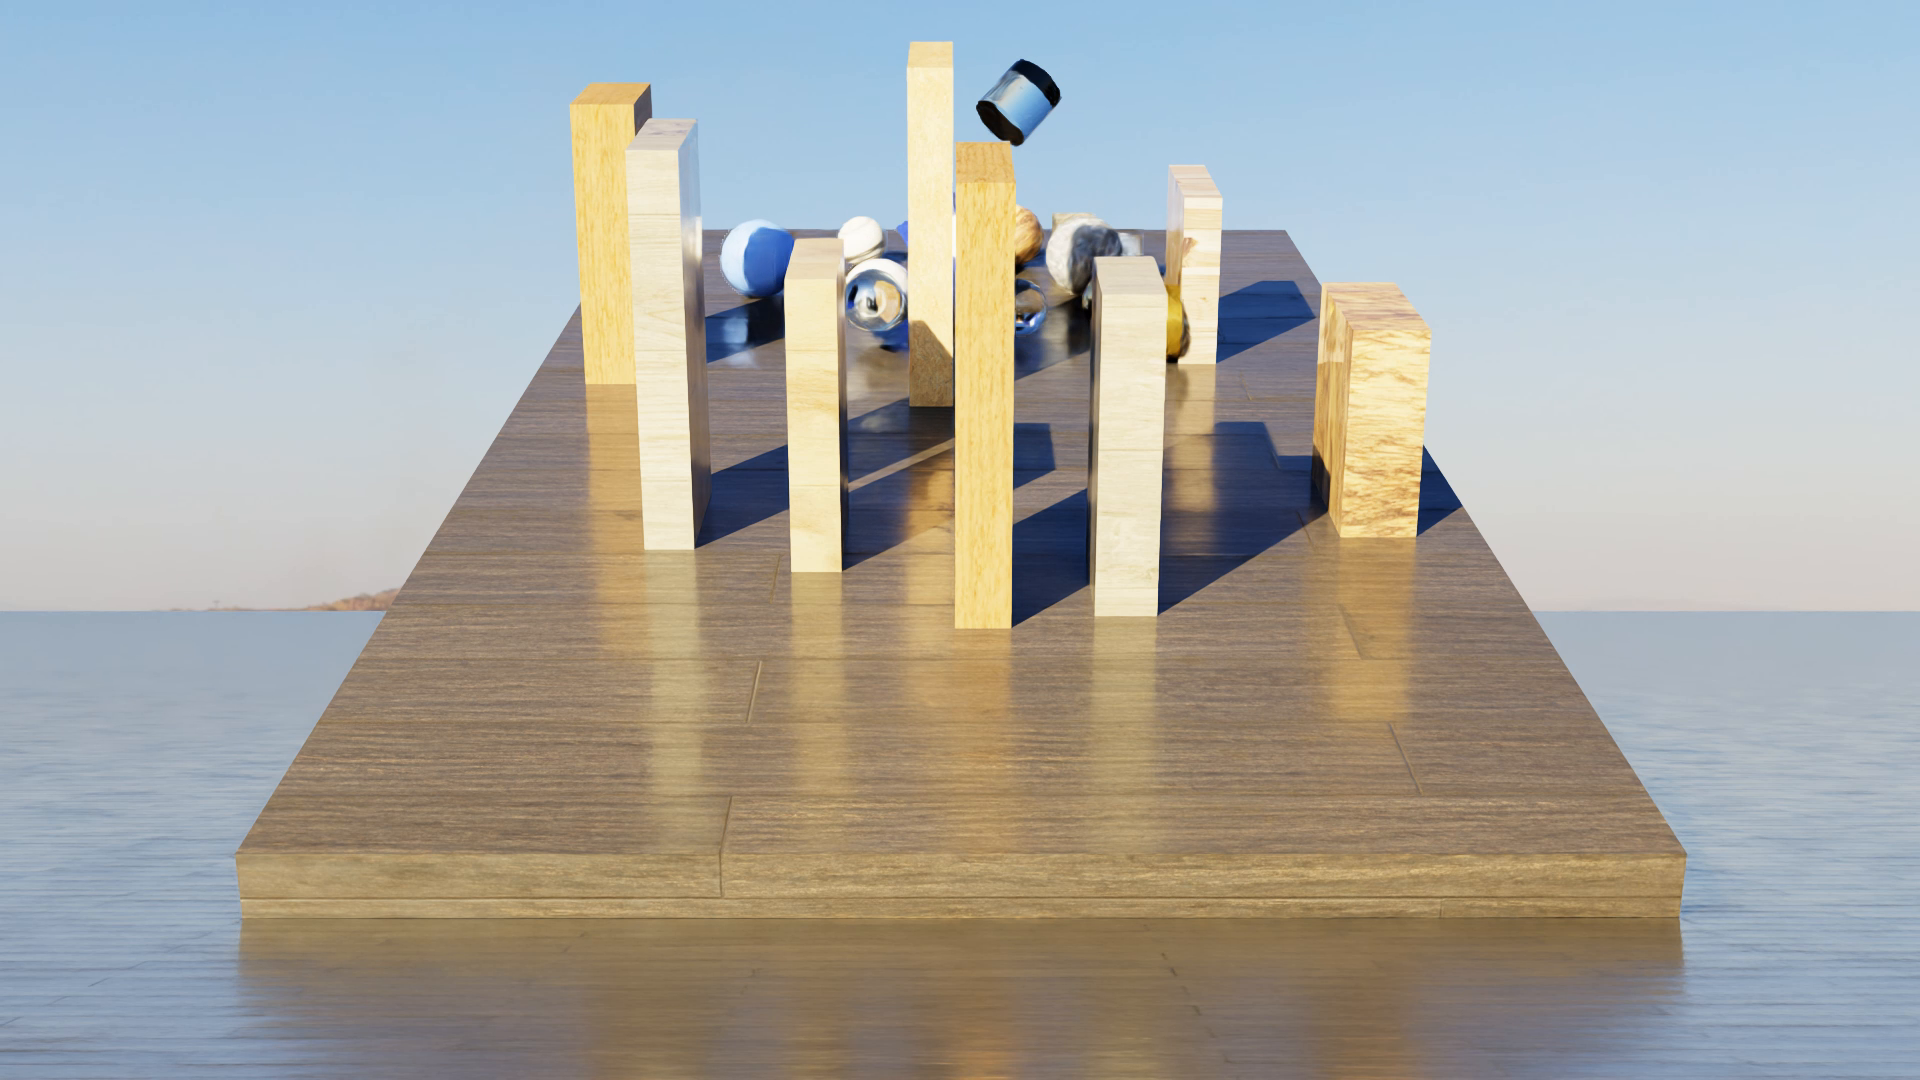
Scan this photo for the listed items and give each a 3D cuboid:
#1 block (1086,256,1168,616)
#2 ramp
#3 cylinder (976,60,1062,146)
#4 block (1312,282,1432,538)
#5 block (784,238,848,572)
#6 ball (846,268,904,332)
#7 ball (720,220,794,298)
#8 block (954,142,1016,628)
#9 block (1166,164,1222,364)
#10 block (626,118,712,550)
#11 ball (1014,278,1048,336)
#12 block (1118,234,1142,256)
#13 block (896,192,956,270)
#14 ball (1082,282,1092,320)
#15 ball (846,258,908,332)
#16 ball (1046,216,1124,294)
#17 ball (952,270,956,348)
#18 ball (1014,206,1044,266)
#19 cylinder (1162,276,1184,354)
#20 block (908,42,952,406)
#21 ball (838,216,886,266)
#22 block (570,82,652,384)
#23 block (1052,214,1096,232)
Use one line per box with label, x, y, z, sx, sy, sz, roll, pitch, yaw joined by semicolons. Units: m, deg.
block;0.288;-0.185;3.979;0.108;0.573;0.282;0;20;0
ramp;-0.005;-0.208;5.019;2.000;0.100;4.000;0;20;0
cylinder;0.168;-1.248;6.478;0.172;0.172;0.172;37;-17;13
block;0.797;-0.260;4.429;0.144;0.406;0.373;0;20;0
block;-0.263;-0.255;4.206;0.091;0.546;0.327;0;20;0
ball;-0.210;-0.578;5.472;0.151;0.151;0.151;0;-2;0
ball;-0.535;-0.753;6.060;0.207;0.207;0.207;0;-2;0
block;0.040;-0.273;3.932;0.096;0.770;0.367;0;20;0
block;0.571;-0.685;5.592;0.089;0.404;0.409;0;20;0
block;-0.545;-0.391;4.282;0.093;0.750;0.332;0;20;0
ball;0.148;-0.584;5.694;0.143;0.143;0.143;0;-2;0
block;0.440;-0.786;6.253;0.114;0.114;0.114;1;7;0
block;-0.025;-0.841;6.241;0.181;0.181;0.181;-26;7;29
ball;0.376;-0.606;5.769;0.134;0.134;0.134;0;-2;0
ball;-0.201;-0.610;5.641;0.182;0.182;0.182;0;-2;0
ball;0.336;-0.766;6.095;0.209;0.209;0.209;0;-2;0
ball;-0.015;-0.566;5.570;0.193;0.193;0.193;0;-2;0
ball;0.150;-0.860;6.408;0.172;0.172;0.172;0;-2;0
cylinder;0.436;-0.527;5.483;0.182;0.182;0.182;-14;-4;9
block;-0.066;-0.728;5.191;0.098;0.758;0.406;0;20;0
ball;-0.277;-0.844;6.412;0.138;0.138;0.138;0;-2;0
block;-0.803;-0.724;5.335;0.142;0.649;0.316;0;20;0
block;0.328;-0.866;6.500;0.118;0.118;0.118;-1;20;-3
